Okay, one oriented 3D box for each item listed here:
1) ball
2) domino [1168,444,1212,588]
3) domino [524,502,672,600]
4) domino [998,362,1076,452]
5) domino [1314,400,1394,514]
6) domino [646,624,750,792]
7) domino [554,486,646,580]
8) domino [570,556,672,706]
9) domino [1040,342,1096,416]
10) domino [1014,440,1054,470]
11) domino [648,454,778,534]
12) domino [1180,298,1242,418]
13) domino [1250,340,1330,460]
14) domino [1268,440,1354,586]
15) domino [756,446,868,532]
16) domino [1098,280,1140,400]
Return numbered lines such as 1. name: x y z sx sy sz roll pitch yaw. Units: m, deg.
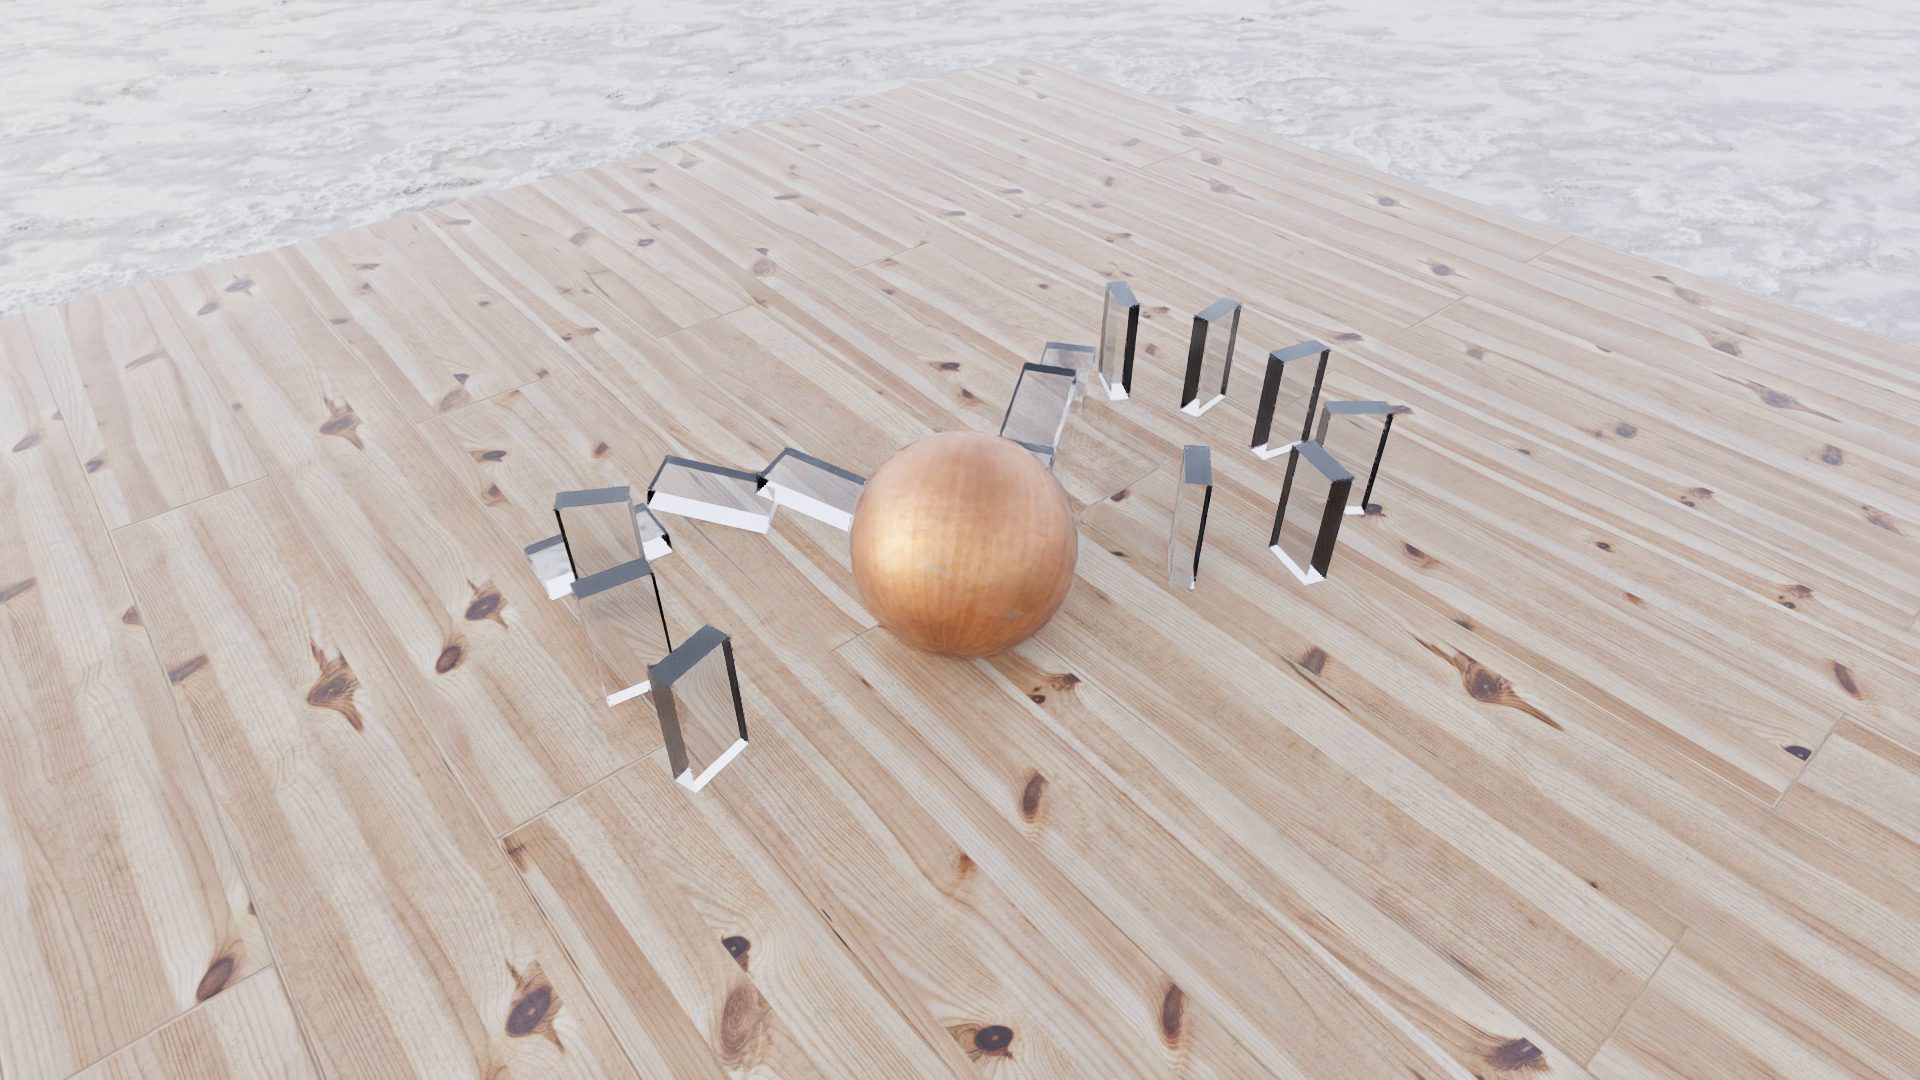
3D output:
1. ball: 0.001 0.001 0.386 0.080 0.080 0.080 0 39 0
2. domino: 0.088 -0.009 0.422 0.010 0.050 0.025 5 40 6
3. domino: -0.144 0.004 0.439 0.050 0.010 0.025 -25 45 -27
4. domino: 0.036 -0.060 0.507 0.025 0.010 0.050 11 54 13
5. domino: 0.158 -0.033 0.452 0.025 0.050 0.009 0 39 -1
6. domino: -0.081 0.054 0.346 0.009 0.050 0.025 23 45 26
7. domino: -0.131 0.004 0.407 0.025 0.050 0.010 -6 40 -8
8. domino: -0.113 0.032 0.373 0.025 0.050 0.009 -22 44 -24
9. domino: 0.051 -0.080 0.541 0.025 0.009 0.050 8 40 10
10. domino: 0.023 -0.024 0.473 0.025 0.010 0.050 11 41 13
11. domino: -0.102 -0.019 0.460 0.050 0.009 0.025 13 40 -2
12. domino: 0.118 -0.086 0.516 0.010 0.050 0.025 30 48 31
13. domino: 0.146 -0.062 0.487 0.025 0.050 0.009 -18 43 -21
14. domino: 0.135 -0.010 0.424 0.009 0.050 0.025 -14 41 -16
15. domino: -0.056 -0.020 0.460 0.050 0.010 0.025 22 40 9
16. domino: 0.076 -0.095 0.528 0.009 0.050 0.025 -6 40 -7
